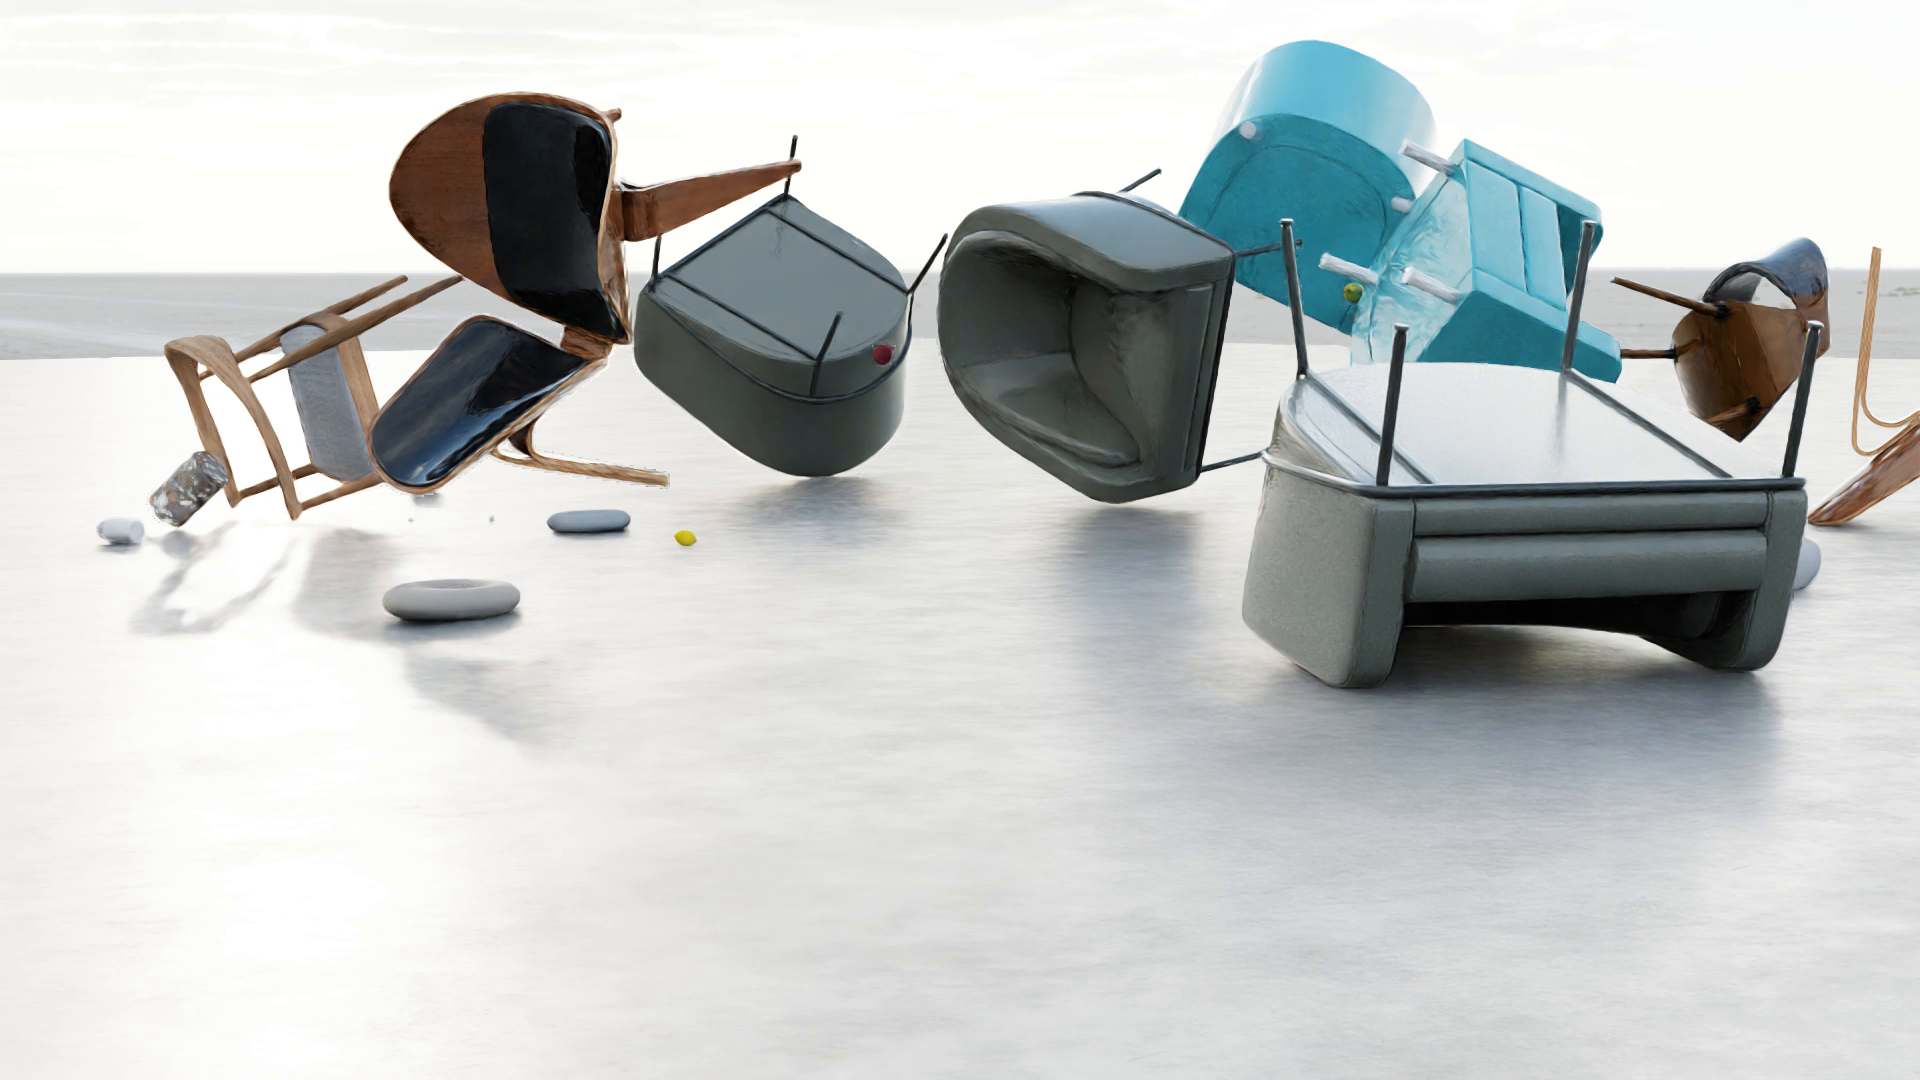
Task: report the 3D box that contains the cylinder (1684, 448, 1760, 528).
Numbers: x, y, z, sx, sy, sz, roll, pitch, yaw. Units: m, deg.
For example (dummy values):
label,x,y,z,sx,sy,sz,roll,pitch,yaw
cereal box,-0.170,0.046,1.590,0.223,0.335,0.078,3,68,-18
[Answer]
label,x,y,z,sx,sy,sz,roll,pitch,yaw
cylinder,1.987,-0.134,6.690,0.136,0.166,0.136,-24,3,33

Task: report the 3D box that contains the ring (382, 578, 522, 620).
label,x,y,z,sx,sy,sz,roll,pitch,yaw
ring,-0.989,0.115,4.998,0.218,0.060,0.352,4,5,23

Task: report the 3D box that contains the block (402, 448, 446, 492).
label,x,y,z,sx,sy,sz,roll,pitch,yaw
block,-1.638,-0.213,7.842,0.064,0.115,0.079,-27,-11,34

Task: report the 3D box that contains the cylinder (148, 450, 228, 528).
label,x,y,z,sx,sy,sz,roll,pitch,yaw
cylinder,-2.013,-0.132,6.693,0.172,0.113,0.134,-42,17,12

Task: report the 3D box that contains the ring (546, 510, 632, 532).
label,x,y,z,sx,sy,sz,roll,pitch,yaw
ring,-0.964,-0.050,6.664,0.219,0.048,0.212,-6,7,-40

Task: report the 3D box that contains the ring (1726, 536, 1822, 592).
label,x,y,z,sx,sy,sz,roll,pitch,yaw
ring,1.716,0.052,5.407,0.288,0.098,0.110,-6,20,-36
